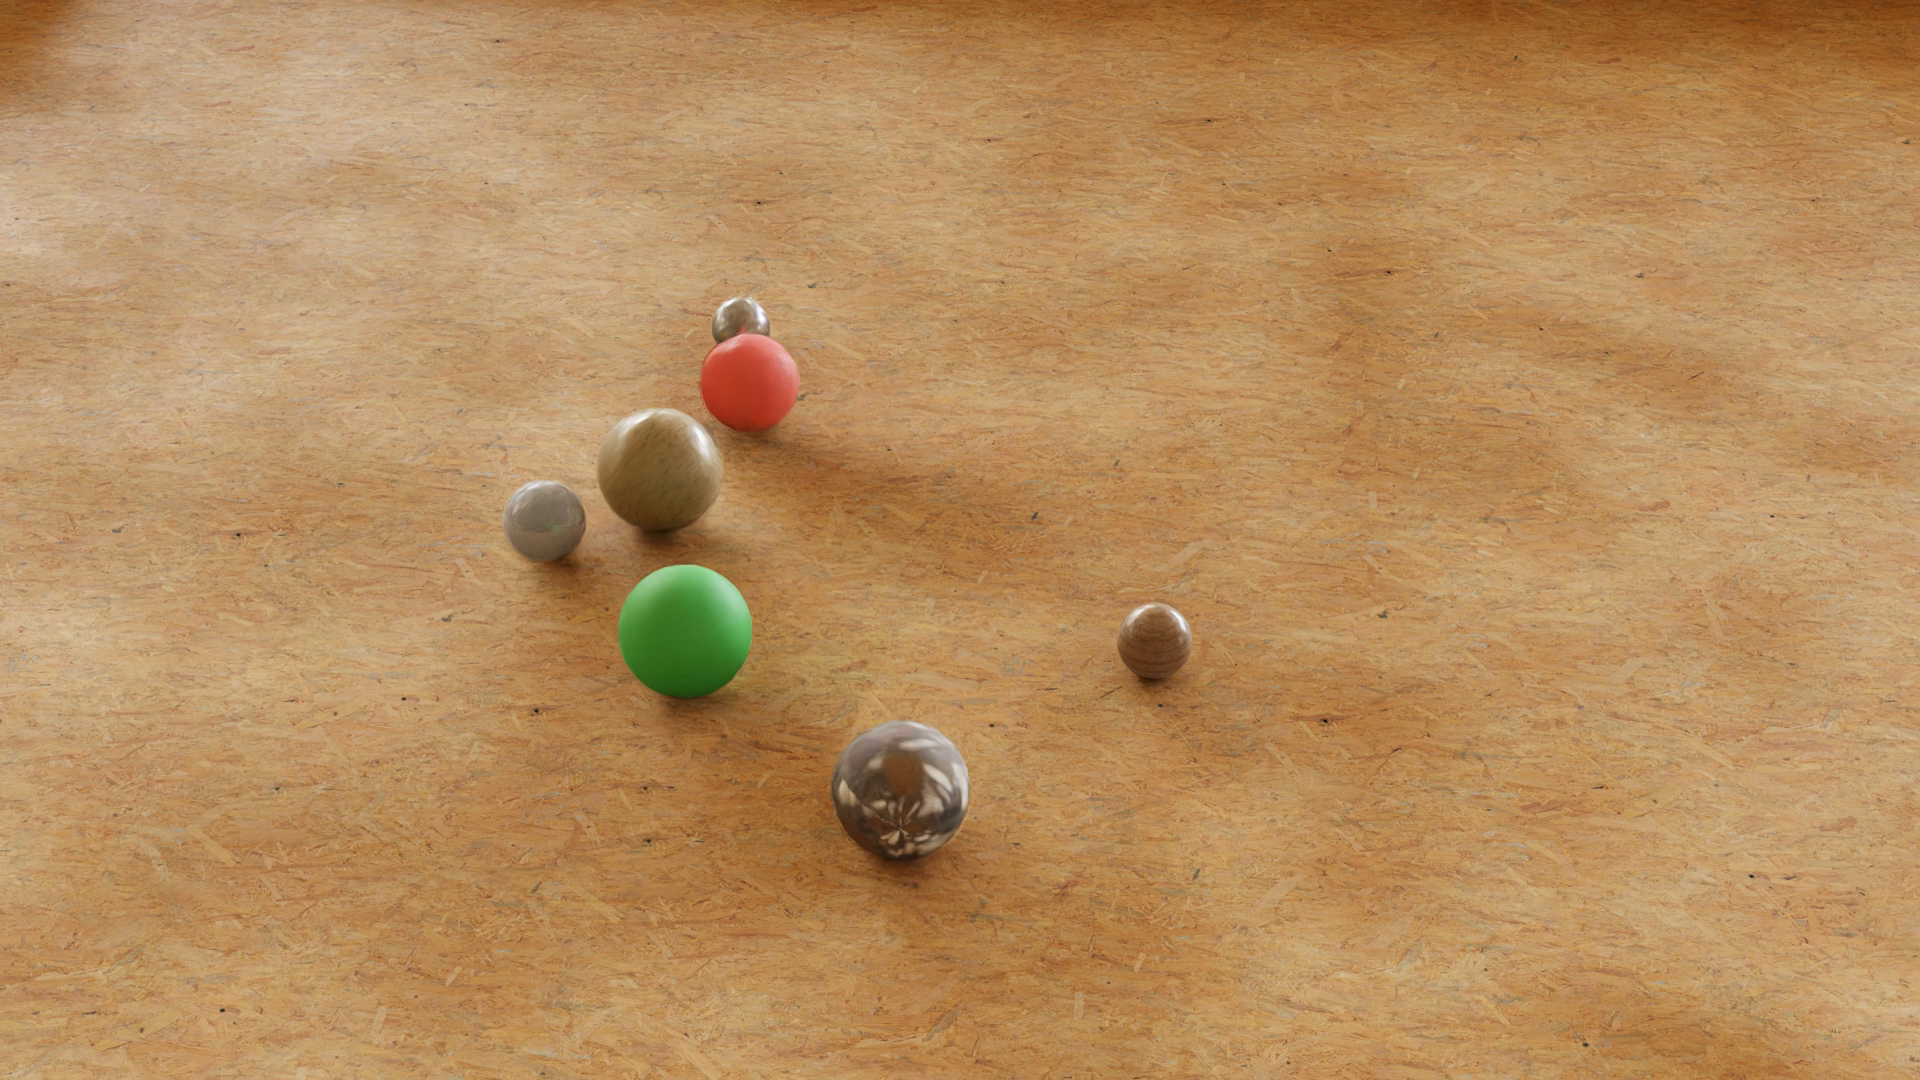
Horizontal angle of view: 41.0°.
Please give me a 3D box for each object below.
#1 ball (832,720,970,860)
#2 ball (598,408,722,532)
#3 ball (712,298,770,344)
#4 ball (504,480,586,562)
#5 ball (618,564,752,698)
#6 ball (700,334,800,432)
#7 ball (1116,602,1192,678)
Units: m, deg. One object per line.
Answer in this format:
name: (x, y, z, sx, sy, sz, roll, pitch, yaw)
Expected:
ball: (-0.033, 0.141, 1.453, 0.079, 0.079, 0.079, 0, 36, 0)
ball: (-0.200, -0.047, 1.709, 0.083, 0.083, 0.083, 0, 36, 0)
ball: (-0.162, -0.157, 1.895, 0.043, 0.043, 0.043, 0, 36, 0)
ball: (-0.273, -0.013, 1.687, 0.054, 0.054, 0.054, 0, 36, 0)
ball: (-0.168, 0.056, 1.569, 0.082, 0.082, 0.082, 0, 36, 0)
ball: (-0.148, -0.111, 1.809, 0.069, 0.069, 0.069, 0, 36, 0)
ball: (0.120, 0.062, 1.589, 0.047, 0.047, 0.047, 0, 36, 0)
